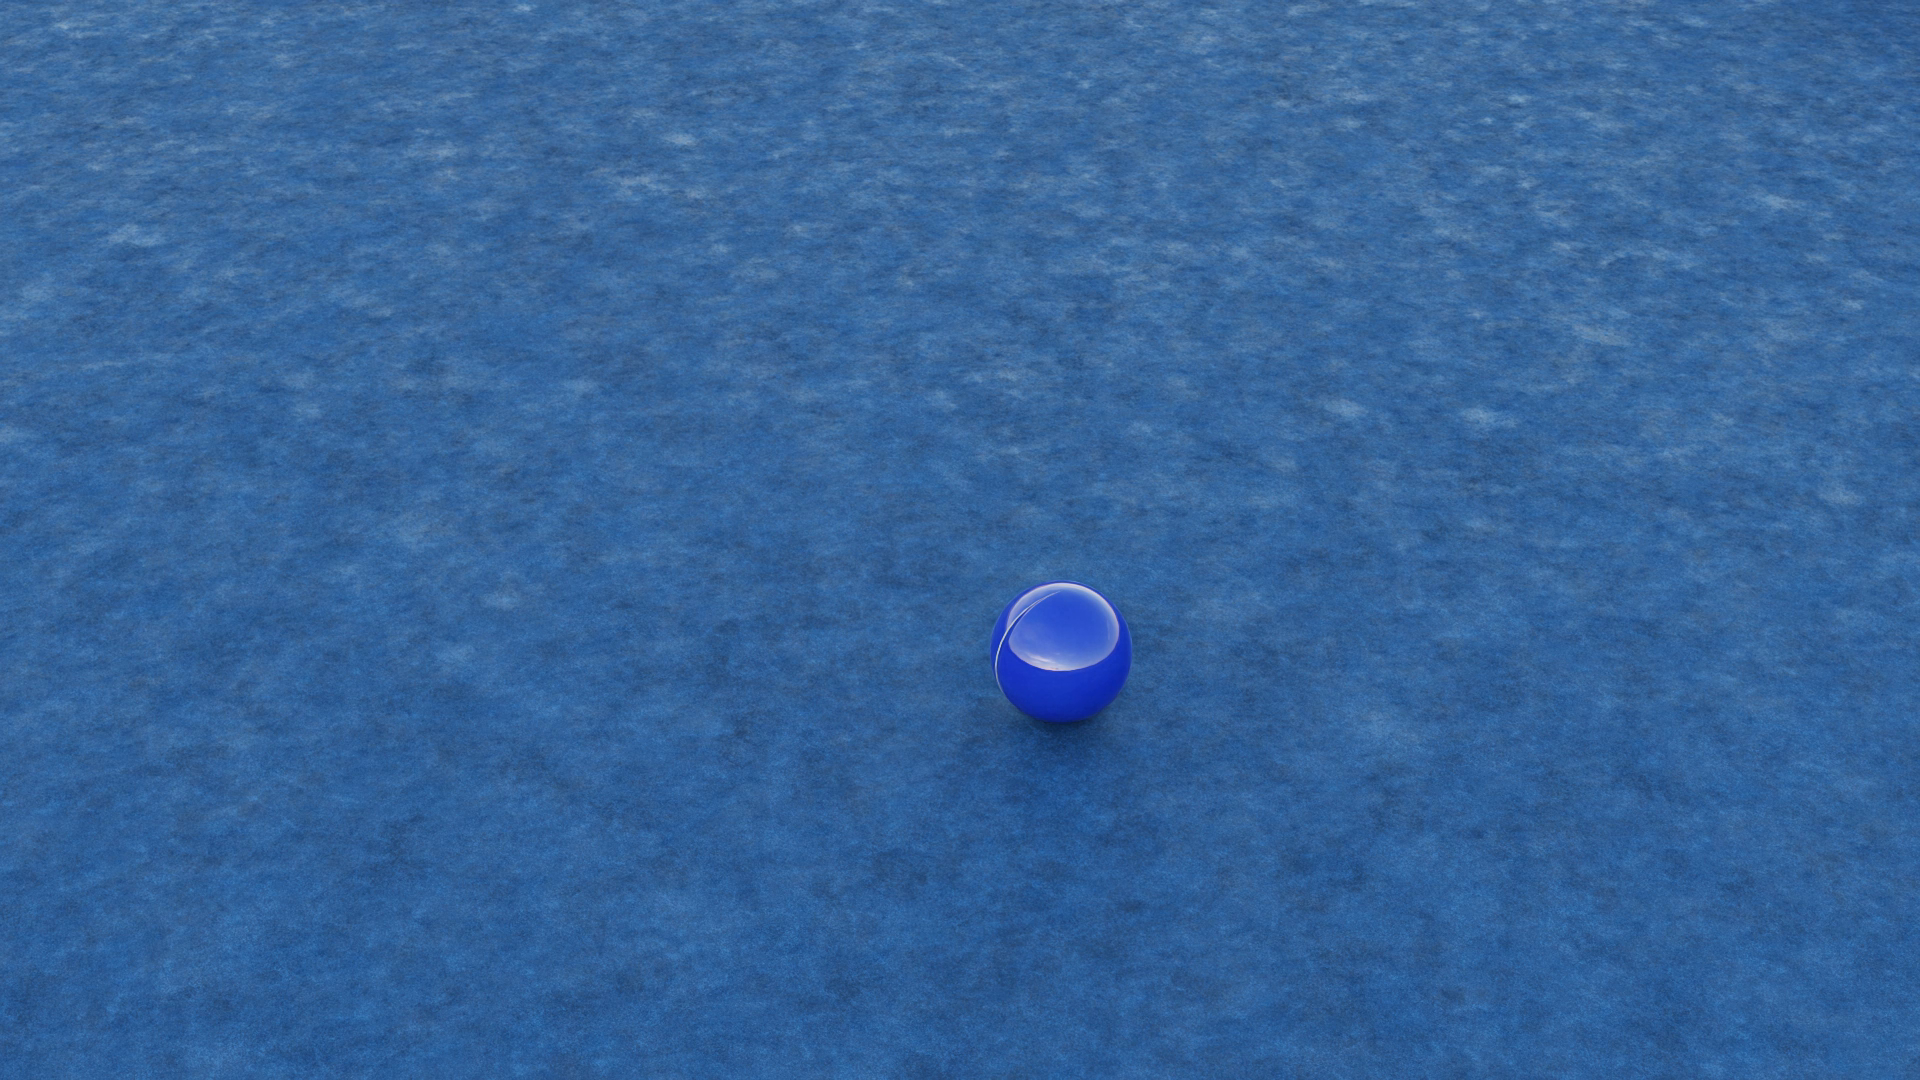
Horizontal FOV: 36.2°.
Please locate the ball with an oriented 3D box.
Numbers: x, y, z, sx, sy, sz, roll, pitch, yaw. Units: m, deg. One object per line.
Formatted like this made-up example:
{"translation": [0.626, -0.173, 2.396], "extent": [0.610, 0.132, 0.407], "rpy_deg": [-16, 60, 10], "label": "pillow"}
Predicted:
{"translation": [0.055, 0.060, 1.589], "extent": [0.078, 0.078, 0.078], "rpy_deg": [0, 31, 0], "label": "ball"}
